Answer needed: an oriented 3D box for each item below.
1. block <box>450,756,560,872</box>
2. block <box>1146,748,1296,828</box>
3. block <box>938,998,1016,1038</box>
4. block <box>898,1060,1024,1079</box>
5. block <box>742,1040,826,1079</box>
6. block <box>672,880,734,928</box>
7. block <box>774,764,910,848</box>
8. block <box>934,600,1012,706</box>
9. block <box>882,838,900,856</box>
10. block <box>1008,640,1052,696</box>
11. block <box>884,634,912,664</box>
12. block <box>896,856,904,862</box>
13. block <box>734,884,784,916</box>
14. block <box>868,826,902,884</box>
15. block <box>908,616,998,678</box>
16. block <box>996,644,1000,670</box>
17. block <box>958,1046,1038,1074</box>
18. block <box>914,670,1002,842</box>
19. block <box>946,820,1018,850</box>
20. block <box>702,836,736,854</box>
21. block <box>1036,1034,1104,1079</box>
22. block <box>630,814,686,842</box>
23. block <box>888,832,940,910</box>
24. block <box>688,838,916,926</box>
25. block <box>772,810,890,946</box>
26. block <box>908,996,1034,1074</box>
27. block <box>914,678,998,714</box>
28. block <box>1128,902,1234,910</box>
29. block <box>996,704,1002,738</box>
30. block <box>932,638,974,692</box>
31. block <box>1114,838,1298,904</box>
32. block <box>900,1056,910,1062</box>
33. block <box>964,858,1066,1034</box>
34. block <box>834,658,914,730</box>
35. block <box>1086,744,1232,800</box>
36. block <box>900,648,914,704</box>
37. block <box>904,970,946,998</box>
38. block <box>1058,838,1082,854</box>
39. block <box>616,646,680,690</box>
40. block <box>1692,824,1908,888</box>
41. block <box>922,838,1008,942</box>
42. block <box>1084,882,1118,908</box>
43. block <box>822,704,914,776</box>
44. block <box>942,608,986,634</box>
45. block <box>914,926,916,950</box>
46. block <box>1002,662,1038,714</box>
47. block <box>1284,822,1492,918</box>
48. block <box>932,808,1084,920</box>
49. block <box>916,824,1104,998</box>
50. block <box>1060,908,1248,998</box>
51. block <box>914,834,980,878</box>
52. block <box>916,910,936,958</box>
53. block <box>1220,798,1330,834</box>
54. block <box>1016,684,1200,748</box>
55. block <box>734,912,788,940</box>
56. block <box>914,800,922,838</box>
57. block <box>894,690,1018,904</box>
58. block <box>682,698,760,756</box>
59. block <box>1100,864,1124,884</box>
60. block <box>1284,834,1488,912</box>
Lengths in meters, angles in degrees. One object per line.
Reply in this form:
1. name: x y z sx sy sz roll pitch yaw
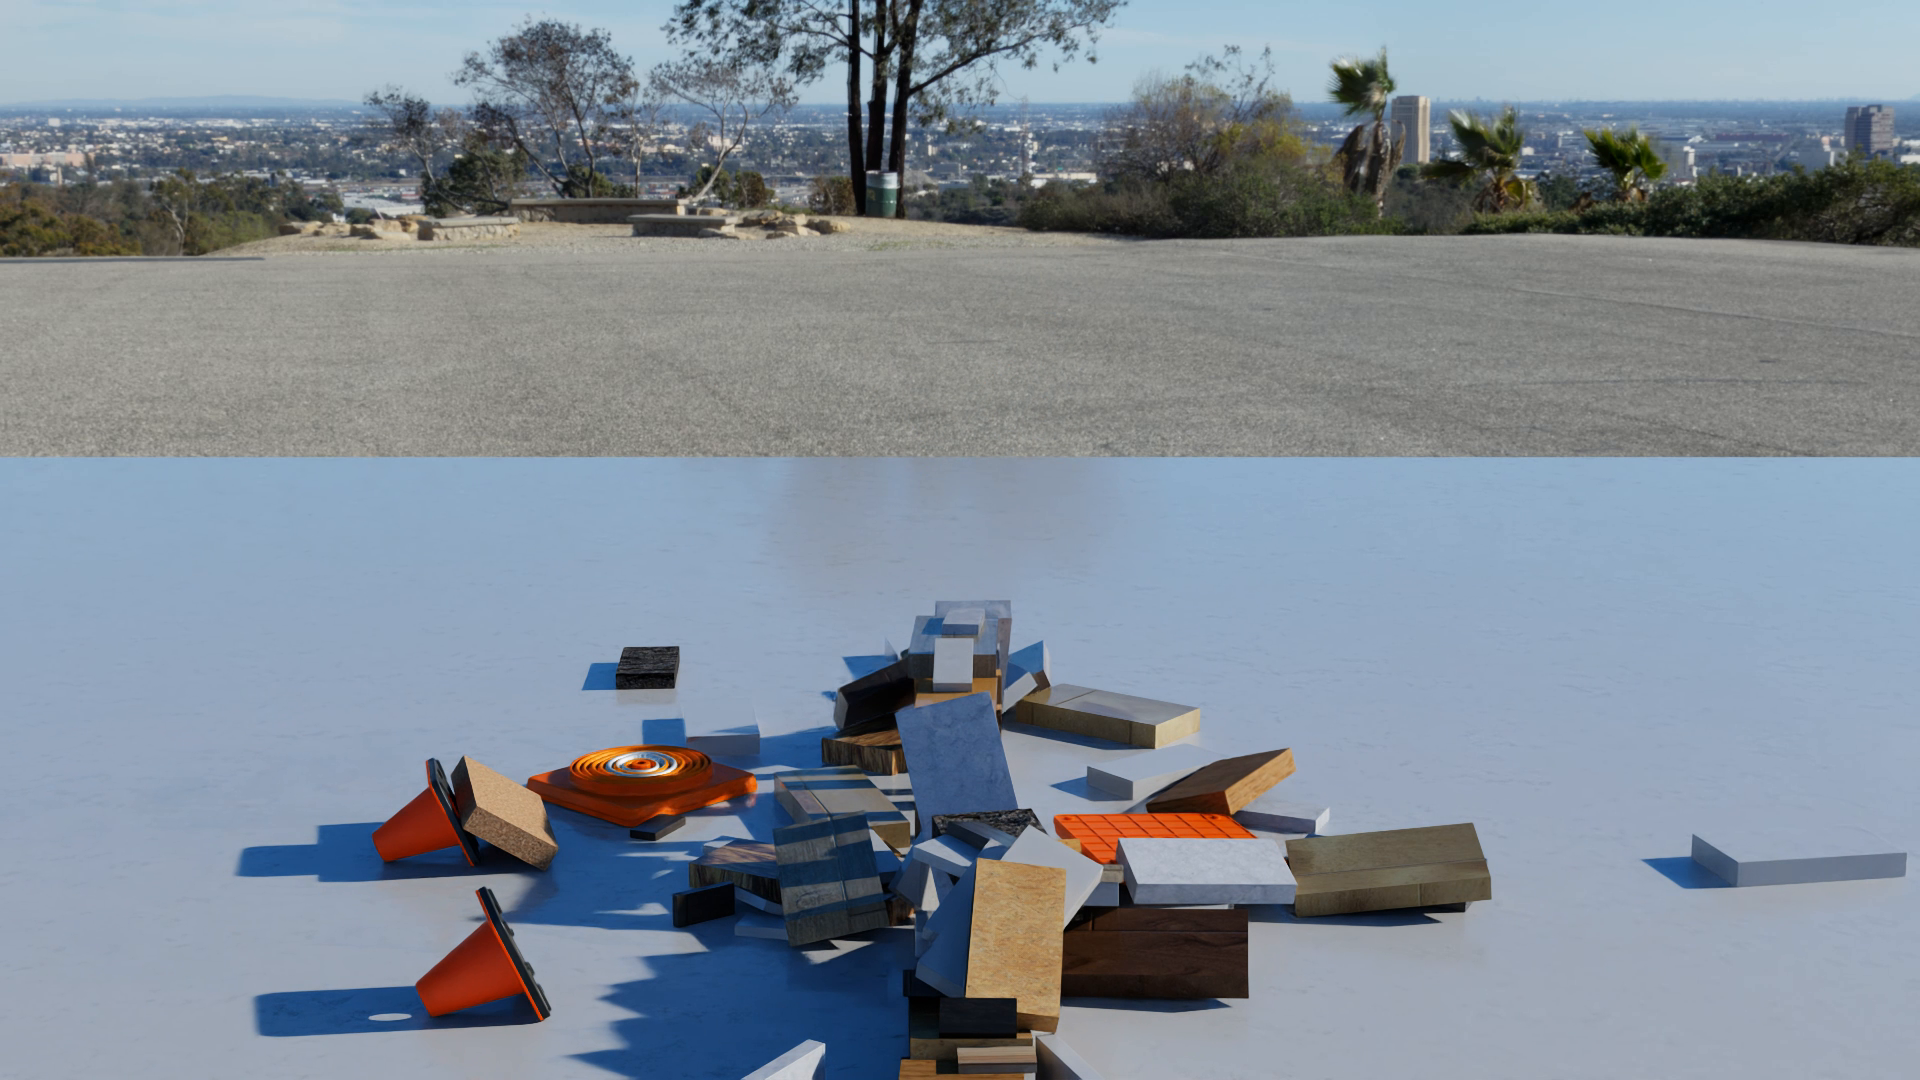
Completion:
1. block: -0.811 0.481 3.904 0.162 0.046 0.324 32 0 -19
2. block: 0.491 0.462 4.108 0.162 0.046 0.324 -14 2 31
3. block: 0.023 0.613 2.822 0.099 0.014 0.049 0 52 2
4. block: -0.001 0.712 2.647 0.157 0.044 0.313 0 11 2
5. block: -0.234 0.709 2.773 0.027 0.094 0.187 6 12 31
6. block: -0.412 0.587 3.542 0.106 0.053 0.015 -8 13 -36
7. block: -0.222 0.495 4.056 0.162 0.046 0.377 -3 11 -17
8. block: 0.021 0.241 4.465 0.148 0.042 0.384 0 -33 -3
9. block: -0.178 0.544 3.810 0.134 0.019 0.067 -1 18 -33
10. block: 0.130 0.304 4.945 0.143 0.041 0.286 -24 9 6
11. block: -0.064 0.285 5.173 0.176 0.050 0.353 -2 11 -10
12. block: -0.131 0.565 3.762 0.106 0.015 0.053 -9 14 -41
13. block: -0.328 0.586 3.572 0.060 0.017 0.121 27 -10 -39
14. block: -0.163 0.523 3.732 0.067 0.019 0.300 -3 12 -18
15. block: -0.010 0.193 3.999 0.154 0.044 0.308 0 11 2
16. block: -0.003 0.348 4.124 0.154 0.308 0.044 0 12 0
17. block: 0.047 0.657 2.781 0.099 0.014 0.050 0 11 -2
18. block: -0.004 0.386 3.924 0.154 0.308 0.044 0 11 0
19. block: 0.048 0.443 3.242 0.067 0.019 0.135 9 5 -39
20. block: -0.339 0.549 3.842 0.226 0.017 0.060 6 12 28
21. block: 0.145 0.706 2.787 0.027 0.094 0.187 -4 11 -21
22. block: -0.549 0.522 3.996 0.053 0.015 0.106 5 11 23
23. block: -0.034 0.512 3.557 0.091 0.182 0.026 42 -25 -21
24. block: -0.246 0.568 3.670 0.396 0.043 0.150 6 12 28
25. block: -0.212 0.542 3.551 0.158 0.045 0.315 -11 21 -4
26. block: 0.010 0.664 2.962 0.157 0.044 0.313 0 -2 -2
27. block: -0.006 0.284 3.721 0.136 0.039 0.272 0 10 2
28. block: 0.336 0.609 3.451 0.150 0.043 0.301 3 11 14
29. block: 0.003 0.422 3.827 0.136 0.272 0.039 0 10 1
30. block: -0.011 0.216 3.800 0.067 0.019 0.134 0 32 1
31. block: 0.395 0.533 3.543 0.265 0.037 0.132 2 25 -11
32. block: 0.004 0.735 2.766 0.157 0.044 0.313 0 11 -1
33. block: 0.074 0.540 2.945 0.123 0.035 0.247 8 42 -1
34. block: -0.118 0.300 4.589 0.297 0.042 0.148 -23 -23 -20
35. block: 0.392 0.452 4.308 0.265 0.037 0.132 -8 13 -37
36. block: -0.047 0.294 4.857 0.143 0.041 0.286 -24 22 3
37. block: -0.014 0.628 3.111 0.125 0.035 0.249 0 -12 0
38. block: 0.115 0.545 3.624 0.186 0.093 0.026 1 -25 -21
39. block: -0.728 0.298 5.140 0.132 0.037 0.265 -1 11 -5
40. block: 1.446 0.544 3.796 0.311 0.044 0.156 -2 11 -10
41. block: 0.036 0.506 3.073 0.093 0.026 0.186 26 46 17
42. block: 0.179 0.552 3.391 0.123 0.035 0.247 0 -12 2
43. block: -0.107 0.405 4.528 0.176 0.050 0.353 7 13 34
44. block: 0.007 0.150 4.057 0.067 0.019 0.134 1 11 6
45. block: 0.003 0.611 3.297 0.125 0.035 0.249 1 -3 -6
46. block: 0.043 0.314 4.823 0.143 0.041 0.286 -37 22 -14
47. block: 0.699 0.540 3.606 0.311 0.044 0.156 -6 26 5
48. block: 0.066 0.483 3.262 0.157 0.045 0.315 -3 15 -12
49. block: 0.071 0.522 3.018 0.123 0.035 0.291 27 47 19
50. block: 0.277 0.612 3.267 0.301 0.043 0.150 -1 30 8
51. block: 0.003 0.465 3.204 0.135 0.019 0.068 15 21 43
52. block: -0.002 0.570 3.186 0.125 0.035 0.249 1 -3 -1
53. block: 0.580 0.505 4.057 0.182 0.026 0.091 5 12 25
54. block: 0.315 0.374 4.697 0.353 0.050 0.176 8 13 36
55. block: -0.290 0.614 3.492 0.121 0.017 0.060 2 11 13
56. block: -0.006 0.452 3.665 0.136 0.272 0.039 0 9 1
57. block: 0.008 0.413 3.522 0.158 0.315 0.045 -13 -17 -3
58. block: -0.504 0.392 4.622 0.148 0.042 0.297 -2 11 -9
59. block: 0.175 0.512 3.350 0.091 0.026 0.182 4 -13 -15
60. block: 0.716 0.560 3.712 0.311 0.044 0.156 5 12 25
